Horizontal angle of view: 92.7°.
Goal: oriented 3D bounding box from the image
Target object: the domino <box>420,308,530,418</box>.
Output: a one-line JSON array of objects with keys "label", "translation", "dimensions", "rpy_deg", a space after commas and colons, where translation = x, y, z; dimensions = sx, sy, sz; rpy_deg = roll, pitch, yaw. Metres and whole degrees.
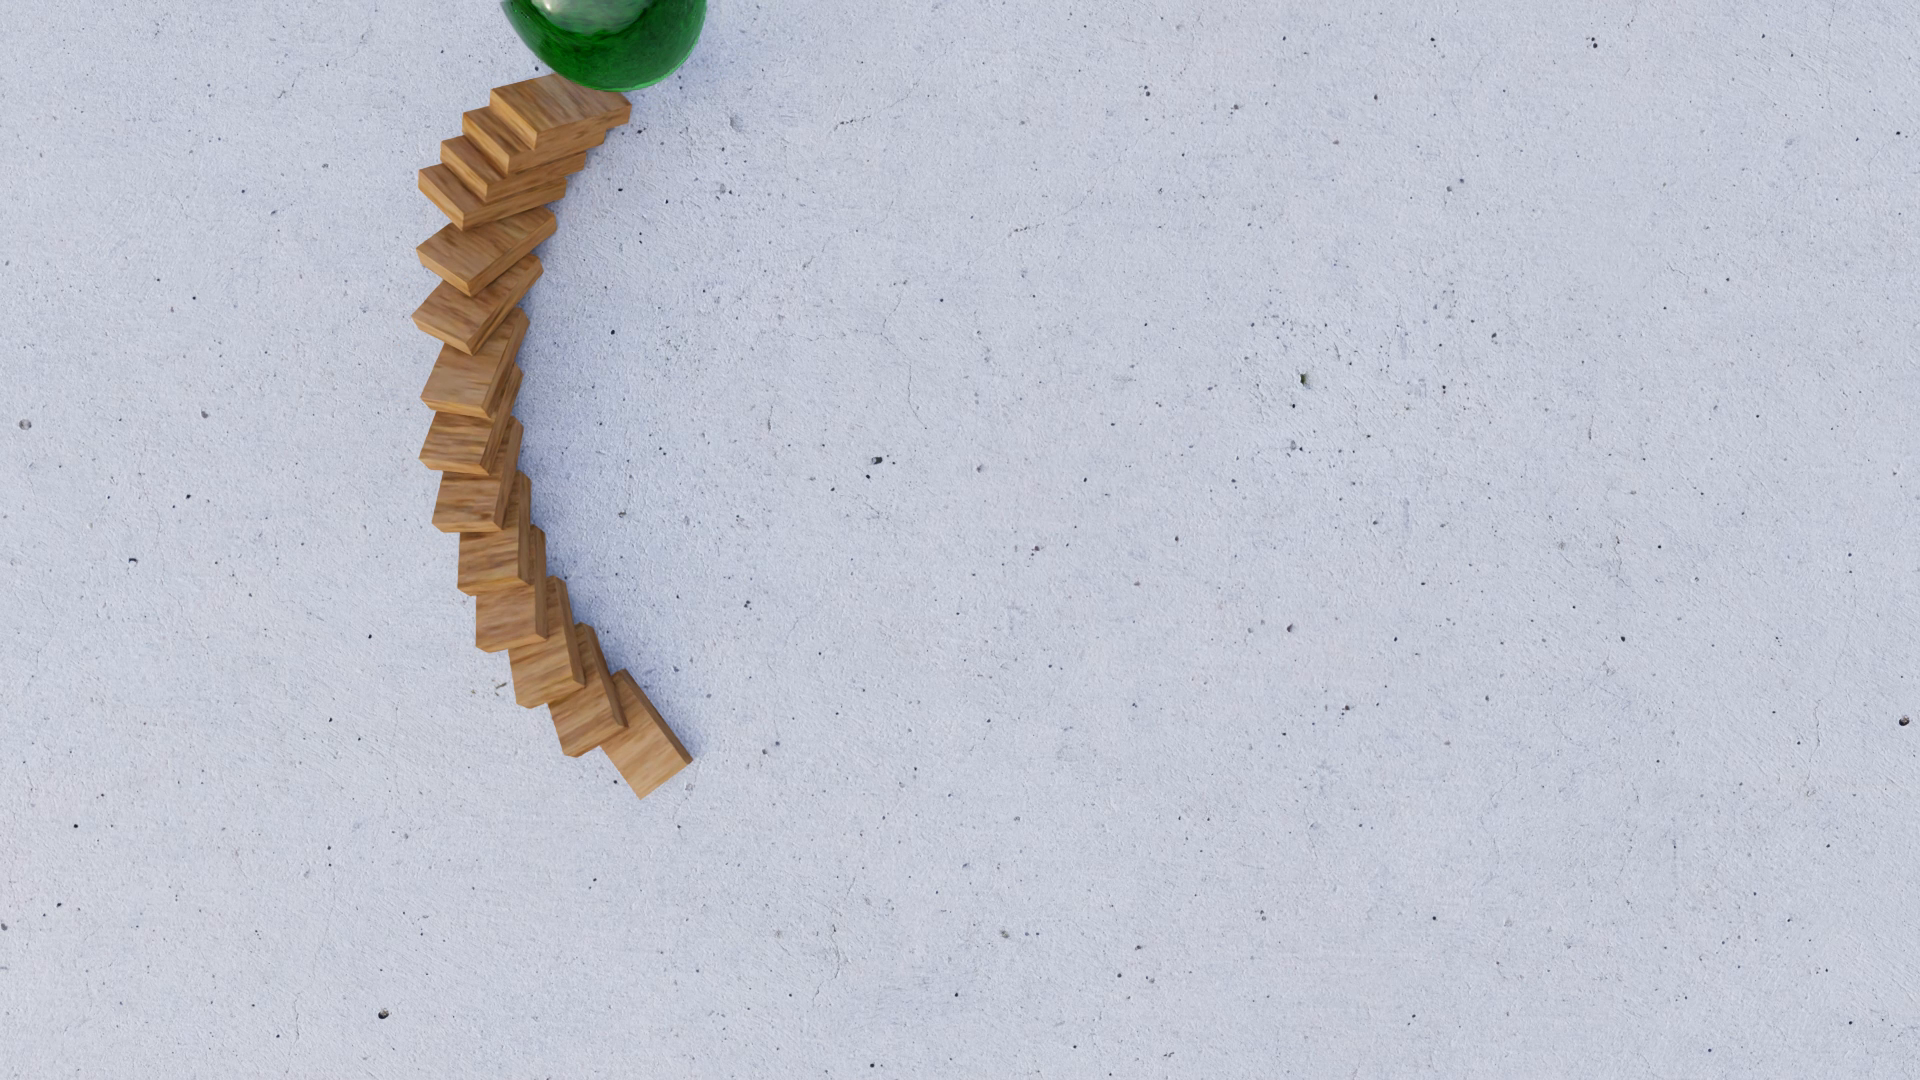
[{"label": "domino", "translation": [-0.203, -0.076, 0.385], "dimensions": [0.025, 0.010, 0.050], "rpy_deg": [9, 66, 0]}]

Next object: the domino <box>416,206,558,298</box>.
[{"label": "domino", "translation": [-0.197, -0.126, 0.384], "dimensions": [0.025, 0.009, 0.050], "rpy_deg": [34, 61, 1]}]

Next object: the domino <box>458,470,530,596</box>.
[{"label": "domino", "translation": [-0.196, -0.003, 0.386], "dimensions": [0.025, 0.010, 0.050], "rpy_deg": [-11, 66, 0]}]

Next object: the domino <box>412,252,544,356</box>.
[{"label": "domino", "translation": [-0.202, -0.104, 0.386], "dimensions": [0.025, 0.010, 0.050], "rpy_deg": [26, 66, 0]}]

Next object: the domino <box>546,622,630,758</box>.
[{"label": "domino", "translation": [-0.160, 0.063, 0.386], "dimensions": [0.025, 0.009, 0.050], "rpy_deg": [-30, 67, 0]}]

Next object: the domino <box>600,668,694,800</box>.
[{"label": "domino", "translation": [-0.141, 0.083, 0.395], "dimensions": [0.025, 0.010, 0.050], "rpy_deg": [-37, 90, 0]}]

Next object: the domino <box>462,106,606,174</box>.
[{"label": "domino", "translation": [-0.175, -0.170, 0.380], "dimensions": [0.025, 0.010, 0.050], "rpy_deg": [43, 48, 0]}]

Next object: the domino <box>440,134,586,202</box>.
[{"label": "domino", "translation": [-0.184, -0.159, 0.380], "dimensions": [0.025, 0.009, 0.050], "rpy_deg": [43, 48, 0]}]

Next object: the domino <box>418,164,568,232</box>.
[{"label": "domino", "translation": [-0.192, -0.147, 0.380], "dimensions": [0.025, 0.010, 0.050], "rpy_deg": [44, 48, 1]}]

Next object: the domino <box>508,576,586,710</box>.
[{"label": "domino", "translation": [-0.176, 0.043, 0.385], "dimensions": [0.025, 0.009, 0.050], "rpy_deg": [-22, 66, 0]}]

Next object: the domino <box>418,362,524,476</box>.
[{"label": "domino", "translation": [-0.205, -0.053, 0.385], "dimensions": [0.025, 0.009, 0.050], "rpy_deg": [6, 66, 0]}]

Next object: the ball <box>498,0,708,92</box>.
[{"label": "ball", "translation": [-0.141, -0.220, 0.360], "dimensions": [0.080, 0.080, 0.080], "rpy_deg": [0, 90, 0]}]

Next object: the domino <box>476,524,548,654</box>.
[{"label": "domino", "translation": [-0.189, 0.020, 0.386], "dimensions": [0.025, 0.010, 0.050], "rpy_deg": [-13, 66, 0]}]

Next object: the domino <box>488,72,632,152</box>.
[{"label": "domino", "translation": [-0.164, -0.180, 0.380], "dimensions": [0.025, 0.010, 0.050], "rpy_deg": [43, 48, 0]}]

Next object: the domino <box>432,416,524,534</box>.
[{"label": "domino", "translation": [-0.202, -0.028, 0.386], "dimensions": [0.025, 0.009, 0.050], "rpy_deg": [-2, 66, 0]}]
